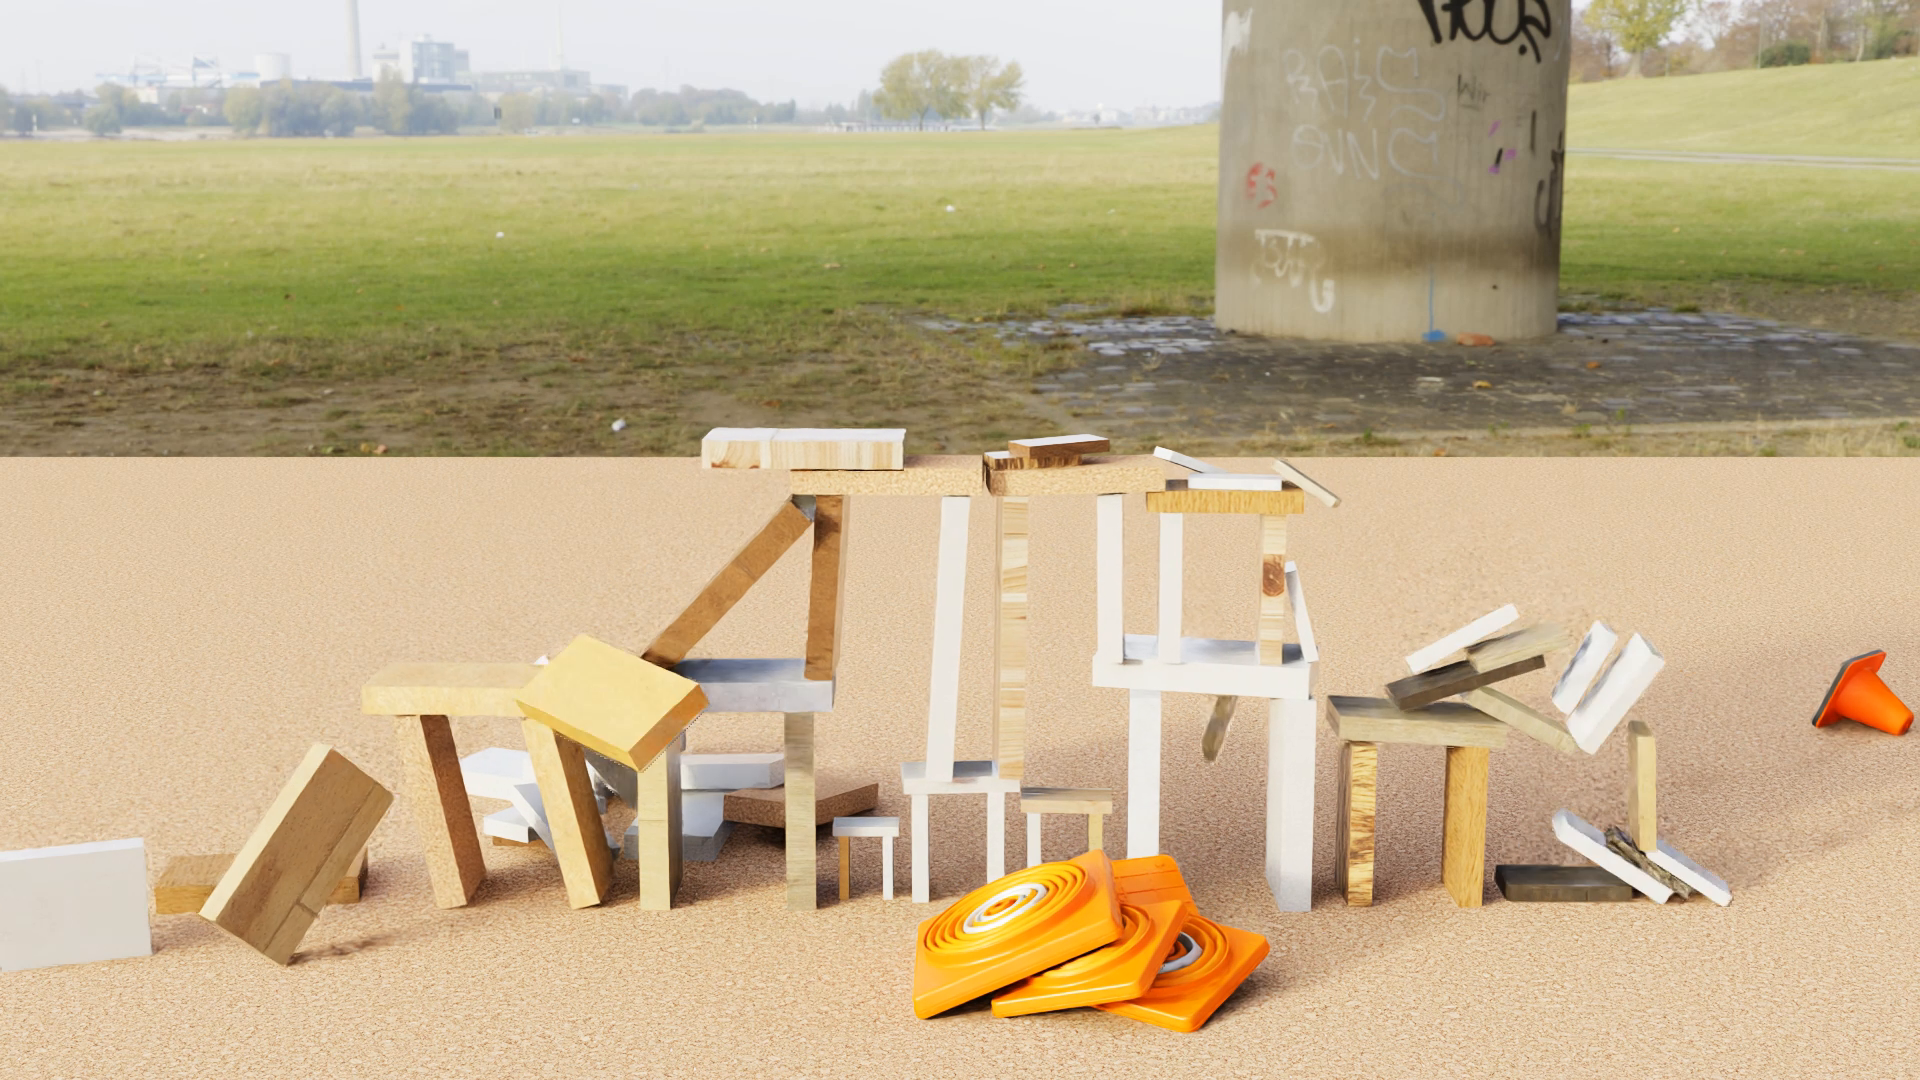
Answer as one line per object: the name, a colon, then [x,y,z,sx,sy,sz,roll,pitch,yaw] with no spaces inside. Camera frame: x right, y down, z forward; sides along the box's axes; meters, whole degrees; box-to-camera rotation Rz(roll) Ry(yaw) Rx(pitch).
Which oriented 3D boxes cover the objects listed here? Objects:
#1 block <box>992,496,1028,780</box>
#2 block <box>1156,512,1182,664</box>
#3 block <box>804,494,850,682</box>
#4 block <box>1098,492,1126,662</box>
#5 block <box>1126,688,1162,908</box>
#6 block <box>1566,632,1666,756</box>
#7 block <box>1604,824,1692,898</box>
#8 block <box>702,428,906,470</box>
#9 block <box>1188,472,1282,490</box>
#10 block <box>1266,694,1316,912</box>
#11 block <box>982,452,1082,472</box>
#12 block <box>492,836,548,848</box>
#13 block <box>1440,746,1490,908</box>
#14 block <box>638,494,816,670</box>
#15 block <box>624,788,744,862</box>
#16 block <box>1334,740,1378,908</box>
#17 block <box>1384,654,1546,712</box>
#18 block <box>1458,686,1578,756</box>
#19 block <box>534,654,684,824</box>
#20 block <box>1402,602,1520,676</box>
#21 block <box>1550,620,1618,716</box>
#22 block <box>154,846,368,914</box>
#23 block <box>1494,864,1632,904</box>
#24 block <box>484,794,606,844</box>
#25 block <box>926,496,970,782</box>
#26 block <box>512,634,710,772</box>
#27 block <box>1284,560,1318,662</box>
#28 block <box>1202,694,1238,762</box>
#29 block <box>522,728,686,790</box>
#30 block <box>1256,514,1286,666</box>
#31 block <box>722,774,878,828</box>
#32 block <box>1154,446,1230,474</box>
block: [0.081,0.147,3.597,0.039,0.465,0.139,0,10,-4]
block: [0.343,0.067,3.601,0.035,0.248,0.124,0,11,3]
block: [-0.214,0.063,3.573,0.043,0.302,0.151,5,10,1]
block: [0.249,0.050,3.608,0.039,0.278,0.139,0,10,6]
block: [0.305,0.413,3.657,0.050,0.353,0.176,1,11,4]
block: [1.061,0.248,3.564,0.027,0.192,0.096,30,18,-9]
block: [1.142,0.533,3.652,0.149,0.021,0.075,34,14,6]
block: [-0.246,-0.146,3.511,0.313,0.043,0.153,0,10,1]
block: [0.444,-0.094,3.549,0.148,0.016,0.057,2,11,10]
block: [0.546,0.416,3.639,0.050,0.353,0.176,0,11,0]
block: [0.116,-0.130,3.535,0.144,0.020,0.072,-4,11,-14]
block: [-0.770,0.511,4.013,0.103,0.029,0.214,1,11,6]
block: [0.837,0.456,3.647,0.038,0.271,0.135,0,11,0]
block: [-0.372,0.070,3.558,0.049,0.365,0.175,44,9,-6]
block: [-0.495,0.508,3.988,0.158,0.045,0.316,1,11,5]
block: [0.656,0.456,3.647,0.038,0.271,0.135,0,11,0]
block: [0.822,0.221,3.583,0.247,0.022,0.077,-17,15,-1]
block: [0.910,0.284,3.618,0.203,0.029,0.101,26,10,-12]
block: [-0.621,0.360,3.827,0.049,0.349,0.175,-40,17,-4]
block: [0.819,0.163,3.601,0.192,0.027,0.096,-28,-9,4]
block: [1.019,0.208,3.594,0.021,0.149,0.075,28,13,-3]
block: [-1.161,0.567,3.671,0.320,0.045,0.160,-2,11,-10]
block: [1.006,0.574,3.675,0.203,0.029,0.101,0,11,2]
block: [-0.743,0.494,3.947,0.103,0.029,0.207,6,12,31]
block: [-0.021,0.146,3.585,0.043,0.470,0.151,3,10,-2]
block: [-0.543,0.248,3.406,0.305,0.043,0.153,17,53,43]
block: [0.554,0.117,3.591,0.022,0.153,0.076,-14,9,7]
block: [0.468,0.318,3.942,0.020,0.144,0.072,16,-22,18]
block: [-0.683,0.413,4.250,0.160,0.045,0.320,5,11,25]
block: [0.507,0.069,3.589,0.035,0.248,0.124,1,11,4]
block: [-0.288,0.477,4.030,0.158,0.045,0.316,4,3,22]
block: [0.380,-0.125,3.605,0.114,0.016,0.057,18,2,-25]
